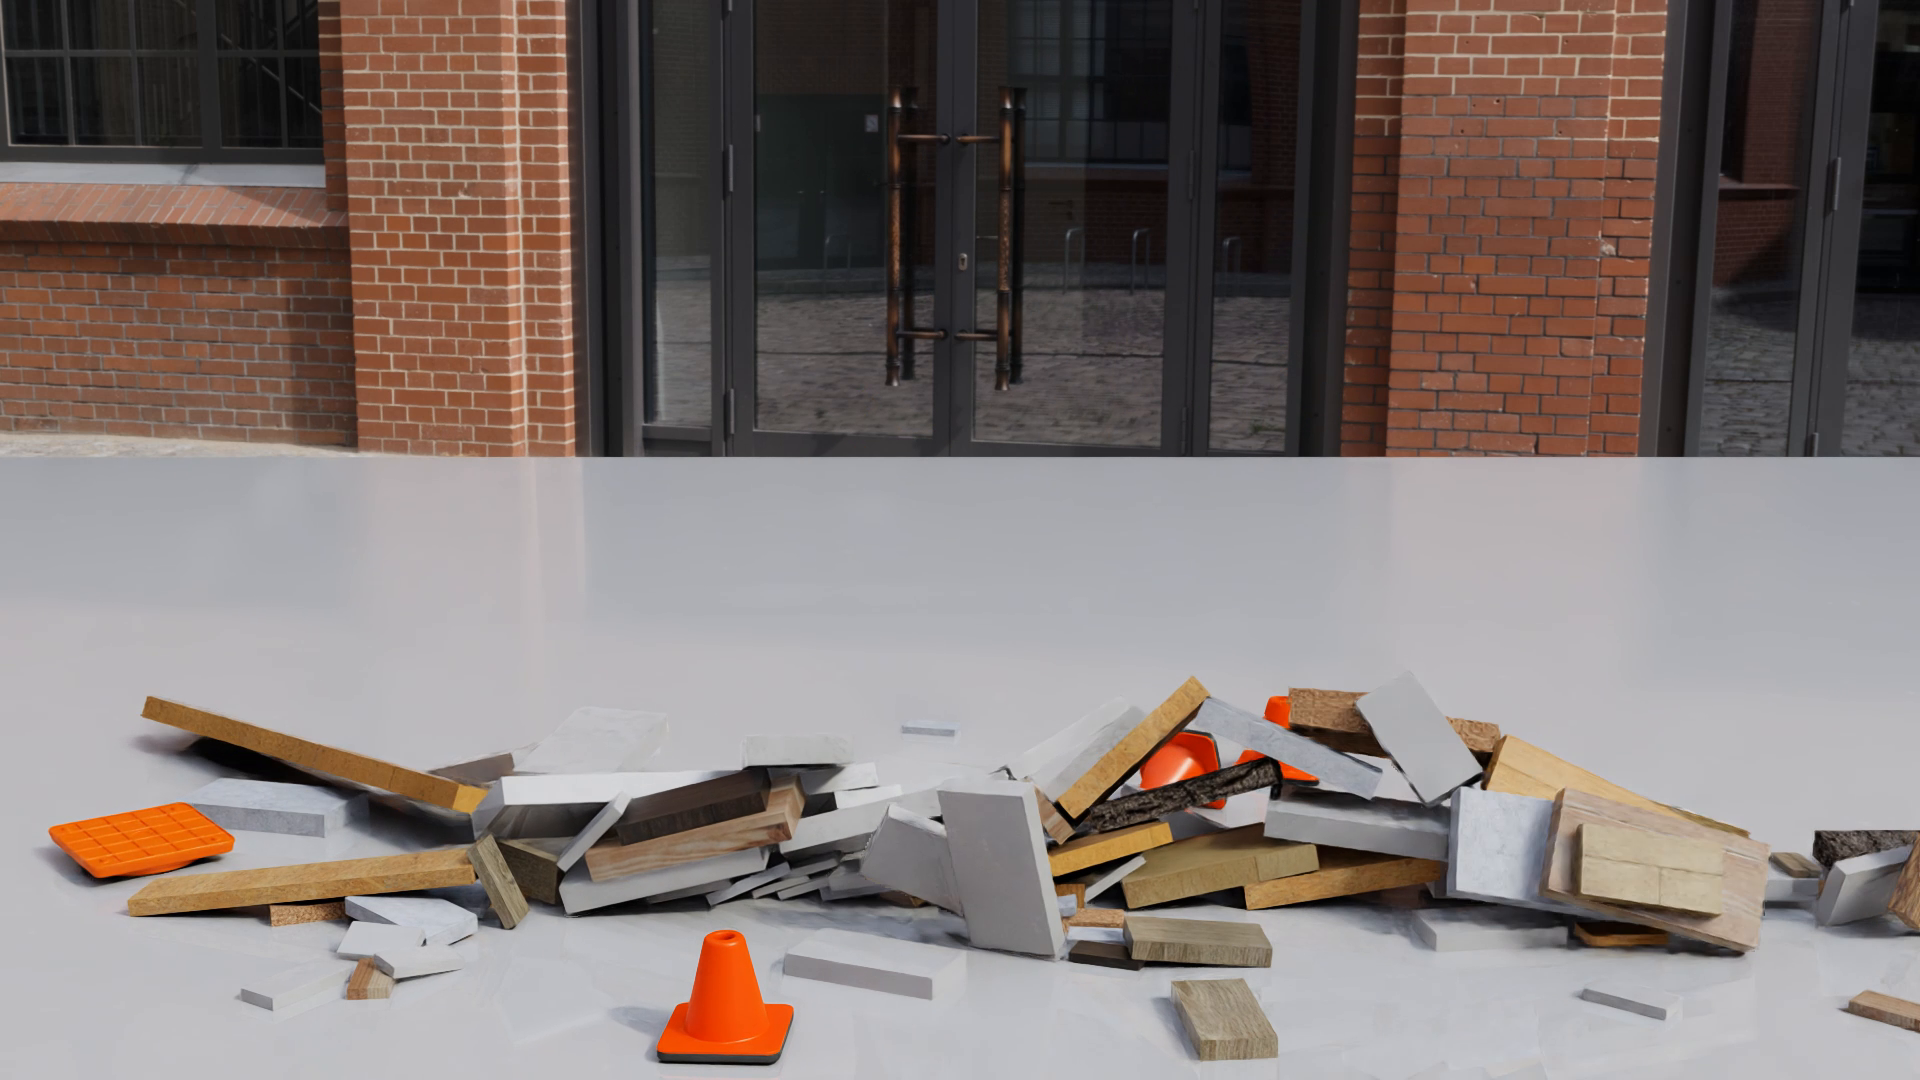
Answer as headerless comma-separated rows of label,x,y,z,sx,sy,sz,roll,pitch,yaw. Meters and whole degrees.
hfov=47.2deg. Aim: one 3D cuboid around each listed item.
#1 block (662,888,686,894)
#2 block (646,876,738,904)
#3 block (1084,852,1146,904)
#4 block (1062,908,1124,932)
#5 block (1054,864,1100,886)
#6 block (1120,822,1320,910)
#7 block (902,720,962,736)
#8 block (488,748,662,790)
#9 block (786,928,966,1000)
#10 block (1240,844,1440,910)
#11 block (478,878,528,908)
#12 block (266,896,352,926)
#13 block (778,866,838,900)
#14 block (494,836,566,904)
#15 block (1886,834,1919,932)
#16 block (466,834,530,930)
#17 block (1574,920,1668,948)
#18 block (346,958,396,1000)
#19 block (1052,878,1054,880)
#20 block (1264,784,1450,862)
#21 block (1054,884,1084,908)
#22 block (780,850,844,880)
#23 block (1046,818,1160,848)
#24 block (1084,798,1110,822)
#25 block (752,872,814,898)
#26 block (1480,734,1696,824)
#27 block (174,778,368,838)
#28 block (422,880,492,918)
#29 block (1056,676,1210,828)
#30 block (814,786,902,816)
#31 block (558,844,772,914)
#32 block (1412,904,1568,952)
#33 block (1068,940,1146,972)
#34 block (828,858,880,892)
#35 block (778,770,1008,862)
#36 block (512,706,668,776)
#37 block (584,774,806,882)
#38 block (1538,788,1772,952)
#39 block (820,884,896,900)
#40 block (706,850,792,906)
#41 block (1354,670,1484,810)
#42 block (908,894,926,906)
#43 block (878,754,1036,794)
block,-0.508,0.563,3.631,0.145,0.021,0.072,-12,14,14
block,-0.440,0.564,3.637,0.145,0.021,0.072,-13,14,11
block,0.240,0.552,3.620,0.125,0.018,0.063,-32,10,-13
block,0.200,0.609,3.517,0.125,0.018,0.063,1,11,3
block,0.167,0.562,3.628,0.125,0.018,0.063,-19,13,16
block,0.423,0.533,3.652,0.318,0.045,0.159,-12,10,0
block,-0.059,0.398,4.657,0.113,0.016,0.057,3,11,13
block,-0.724,0.434,4.106,0.158,0.045,0.317,-16,2,37
block,-0.126,0.638,3.318,0.243,0.034,0.122,5,12,24
block,0.623,0.542,3.657,0.318,0.045,0.159,-9,10,3
block,-0.796,0.583,3.648,0.146,0.021,0.073,3,11,15
block,-1.025,0.589,3.594,0.201,0.028,0.100,-4,11,-21
block,-0.250,0.570,3.649,0.099,0.014,0.049,-18,7,10
block,-0.713,0.543,3.618,0.146,0.073,0.021,13,14,30
block,1.539,0.502,3.470,0.031,0.220,0.110,19,-11,47
block,-0.740,0.547,3.526,0.020,0.141,0.071,-24,7,11
block,1.041,0.619,3.461,0.126,0.018,0.063,-1,10,-7
block,-0.873,0.654,3.279,0.060,0.017,0.121,-1,11,-6
block,0.100,0.569,3.637,0.102,0.014,0.051,-10,18,40
block,0.667,0.465,3.627,0.318,0.045,0.159,7,11,10
block,0.151,0.582,3.565,0.102,0.051,0.014,1,-8,3
block,-0.247,0.539,3.648,0.099,0.014,0.050,-17,7,12
block,0.221,0.523,3.768,0.230,0.033,0.115,-14,0,-25
block,0.236,0.483,4.023,0.072,0.021,0.145,-1,11,-8
block,-0.296,0.568,3.660,0.099,0.014,0.050,-17,7,5
block,0.999,0.465,3.529,0.342,0.171,0.048,26,-20,2
block,-1.272,0.494,4.066,0.309,0.044,0.154,3,11,15
block,-0.835,0.582,3.590,0.146,0.021,0.073,1,28,13
block,0.296,0.364,3.762,0.311,0.044,0.156,-42,-12,-6
block,-0.193,0.484,3.777,0.119,0.034,0.239,-3,-25,-24
block,-0.476,0.523,3.608,0.334,0.047,0.167,-13,14,6
block,0.835,0.611,3.471,0.214,0.030,0.107,-2,11,-8
block,0.228,0.637,3.372,0.111,0.016,0.055,4,11,20
block,-0.123,0.540,3.607,0.169,0.024,0.085,-10,8,16
block,-0.102,0.461,3.641,0.386,0.047,0.167,-13,-15,0
block,-0.666,0.387,3.993,0.172,0.049,0.344,4,15,10
block,-0.427,0.467,3.577,0.334,0.047,0.167,-13,14,7
block,1.078,0.512,3.414,0.331,0.166,0.047,16,-20,1
block,-0.141,0.562,3.652,0.169,0.024,0.085,-11,8,14
block,-0.351,0.558,3.644,0.145,0.021,0.072,-23,12,-3
block,0.754,0.328,3.615,0.108,0.031,0.216,-29,58,-4
block,0.000,0.541,3.607,0.169,0.024,0.085,-29,3,16
block,-0.011,0.461,3.974,0.286,0.041,0.143,7,26,3
